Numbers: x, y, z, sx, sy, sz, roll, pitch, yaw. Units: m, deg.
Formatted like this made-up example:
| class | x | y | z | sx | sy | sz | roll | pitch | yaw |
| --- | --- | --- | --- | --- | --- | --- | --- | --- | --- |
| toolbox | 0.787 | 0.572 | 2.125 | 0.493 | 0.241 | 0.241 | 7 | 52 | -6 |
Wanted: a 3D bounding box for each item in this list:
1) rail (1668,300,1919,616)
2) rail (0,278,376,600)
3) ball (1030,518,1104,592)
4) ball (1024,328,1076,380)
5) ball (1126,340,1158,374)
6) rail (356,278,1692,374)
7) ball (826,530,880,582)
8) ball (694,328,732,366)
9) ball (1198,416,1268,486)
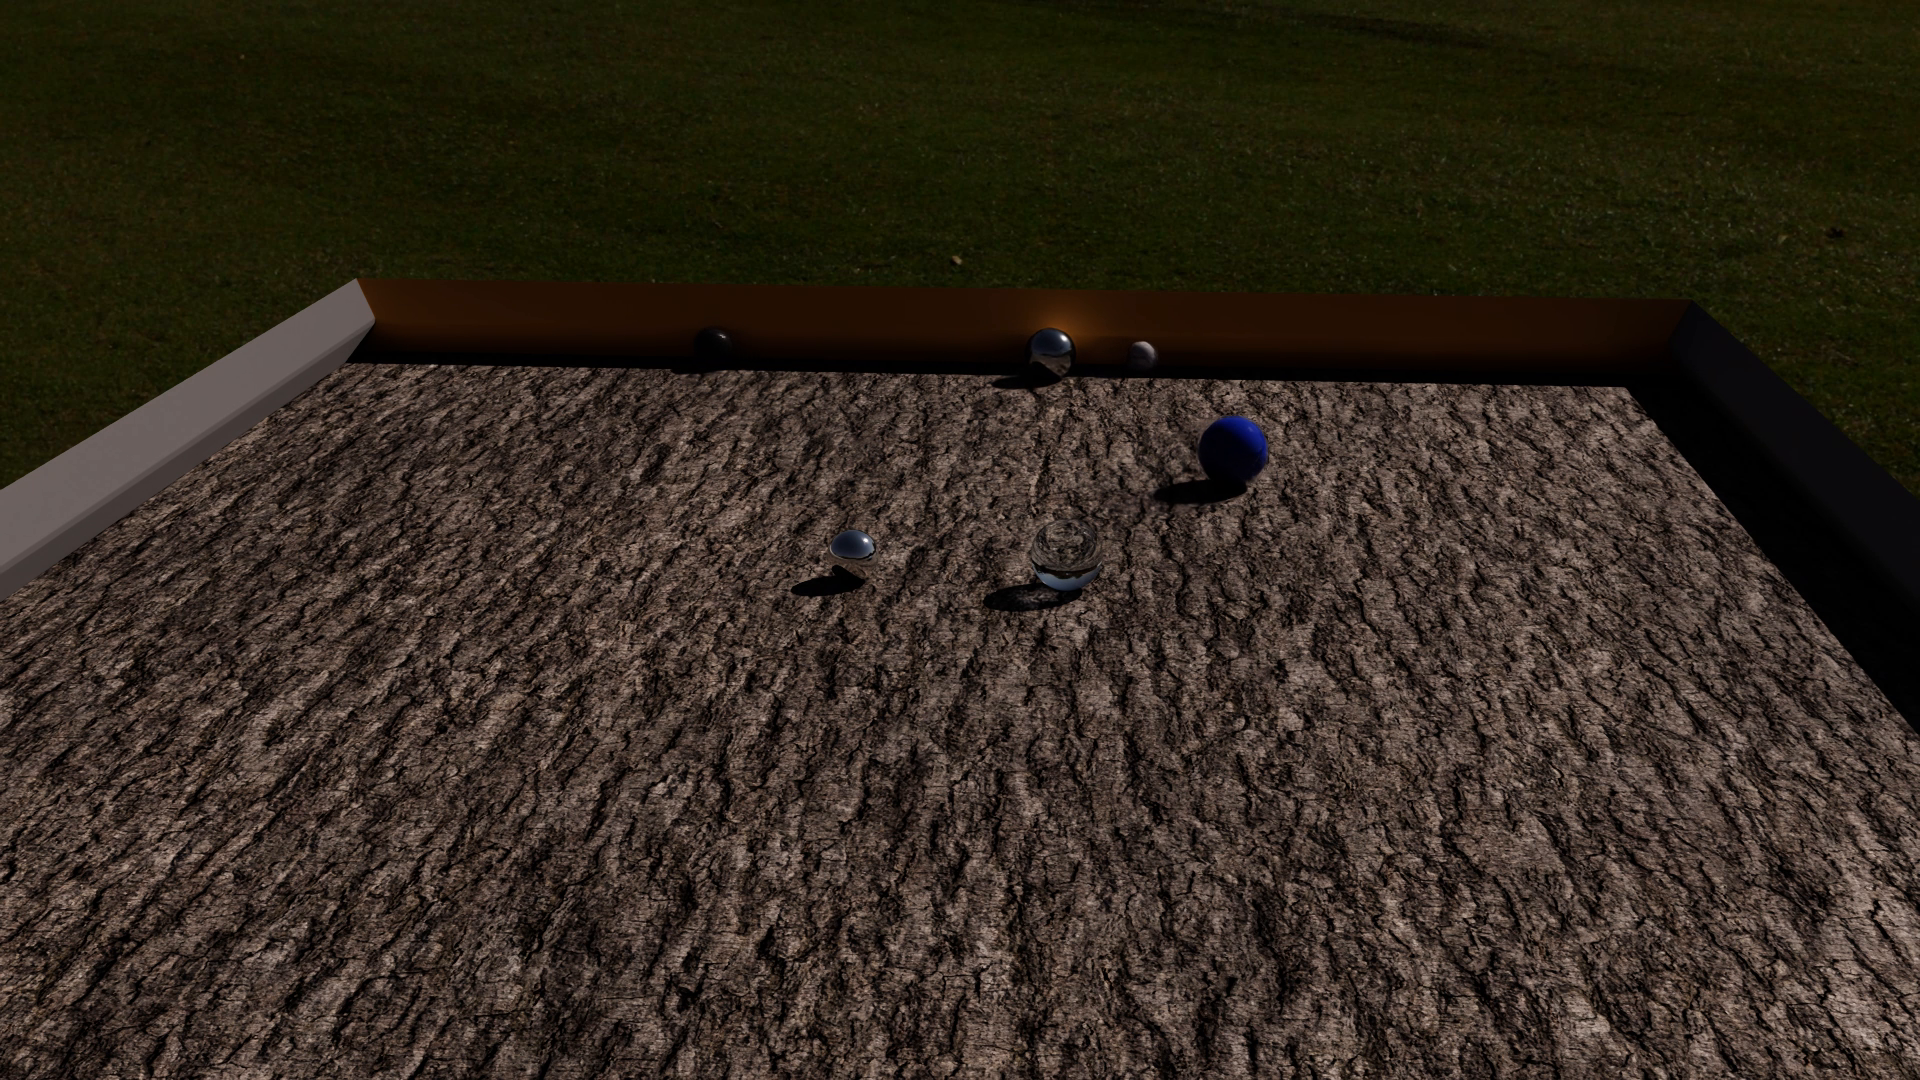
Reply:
| class | x | y | z | sx | sy | sz | roll | pitch | yaw |
| --- | --- | --- | --- | --- | --- | --- | --- | --- | --- |
| rail | 1.029 | 0.342 | 1.625 | 0.045 | 0.127 | 4.344 | 1 | 18 | 4 |
| rail | -1.197 | 0.287 | 1.789 | 0.045 | 0.127 | 4.344 | 1 | 18 | 4 |
| ball | 0.129 | 0.018 | 2.666 | 0.088 | 0.088 | 0.088 | 0 | 18 | 0 |
| ball | 0.151 | -0.311 | 3.663 | 0.085 | 0.085 | 0.085 | 0 | 18 | 0 |
| ball | 0.305 | -0.308 | 3.705 | 0.054 | 0.054 | 0.054 | 0 | 18 | 0 |
| rail | 0.082 | -0.360 | 3.740 | 2.279 | 0.127 | 0.045 | 1 | 18 | 4 |
| ball | -0.132 | 0.019 | 2.700 | 0.065 | 0.065 | 0.065 | 0 | 18 | 0 |
| ball | -0.420 | -0.328 | 3.747 | 0.065 | 0.065 | 0.065 | 0 | 18 | 0 |
| ball | 0.382 | -0.124 | 3.078 | 0.098 | 0.098 | 0.098 | 0 | 18 | 0 |
